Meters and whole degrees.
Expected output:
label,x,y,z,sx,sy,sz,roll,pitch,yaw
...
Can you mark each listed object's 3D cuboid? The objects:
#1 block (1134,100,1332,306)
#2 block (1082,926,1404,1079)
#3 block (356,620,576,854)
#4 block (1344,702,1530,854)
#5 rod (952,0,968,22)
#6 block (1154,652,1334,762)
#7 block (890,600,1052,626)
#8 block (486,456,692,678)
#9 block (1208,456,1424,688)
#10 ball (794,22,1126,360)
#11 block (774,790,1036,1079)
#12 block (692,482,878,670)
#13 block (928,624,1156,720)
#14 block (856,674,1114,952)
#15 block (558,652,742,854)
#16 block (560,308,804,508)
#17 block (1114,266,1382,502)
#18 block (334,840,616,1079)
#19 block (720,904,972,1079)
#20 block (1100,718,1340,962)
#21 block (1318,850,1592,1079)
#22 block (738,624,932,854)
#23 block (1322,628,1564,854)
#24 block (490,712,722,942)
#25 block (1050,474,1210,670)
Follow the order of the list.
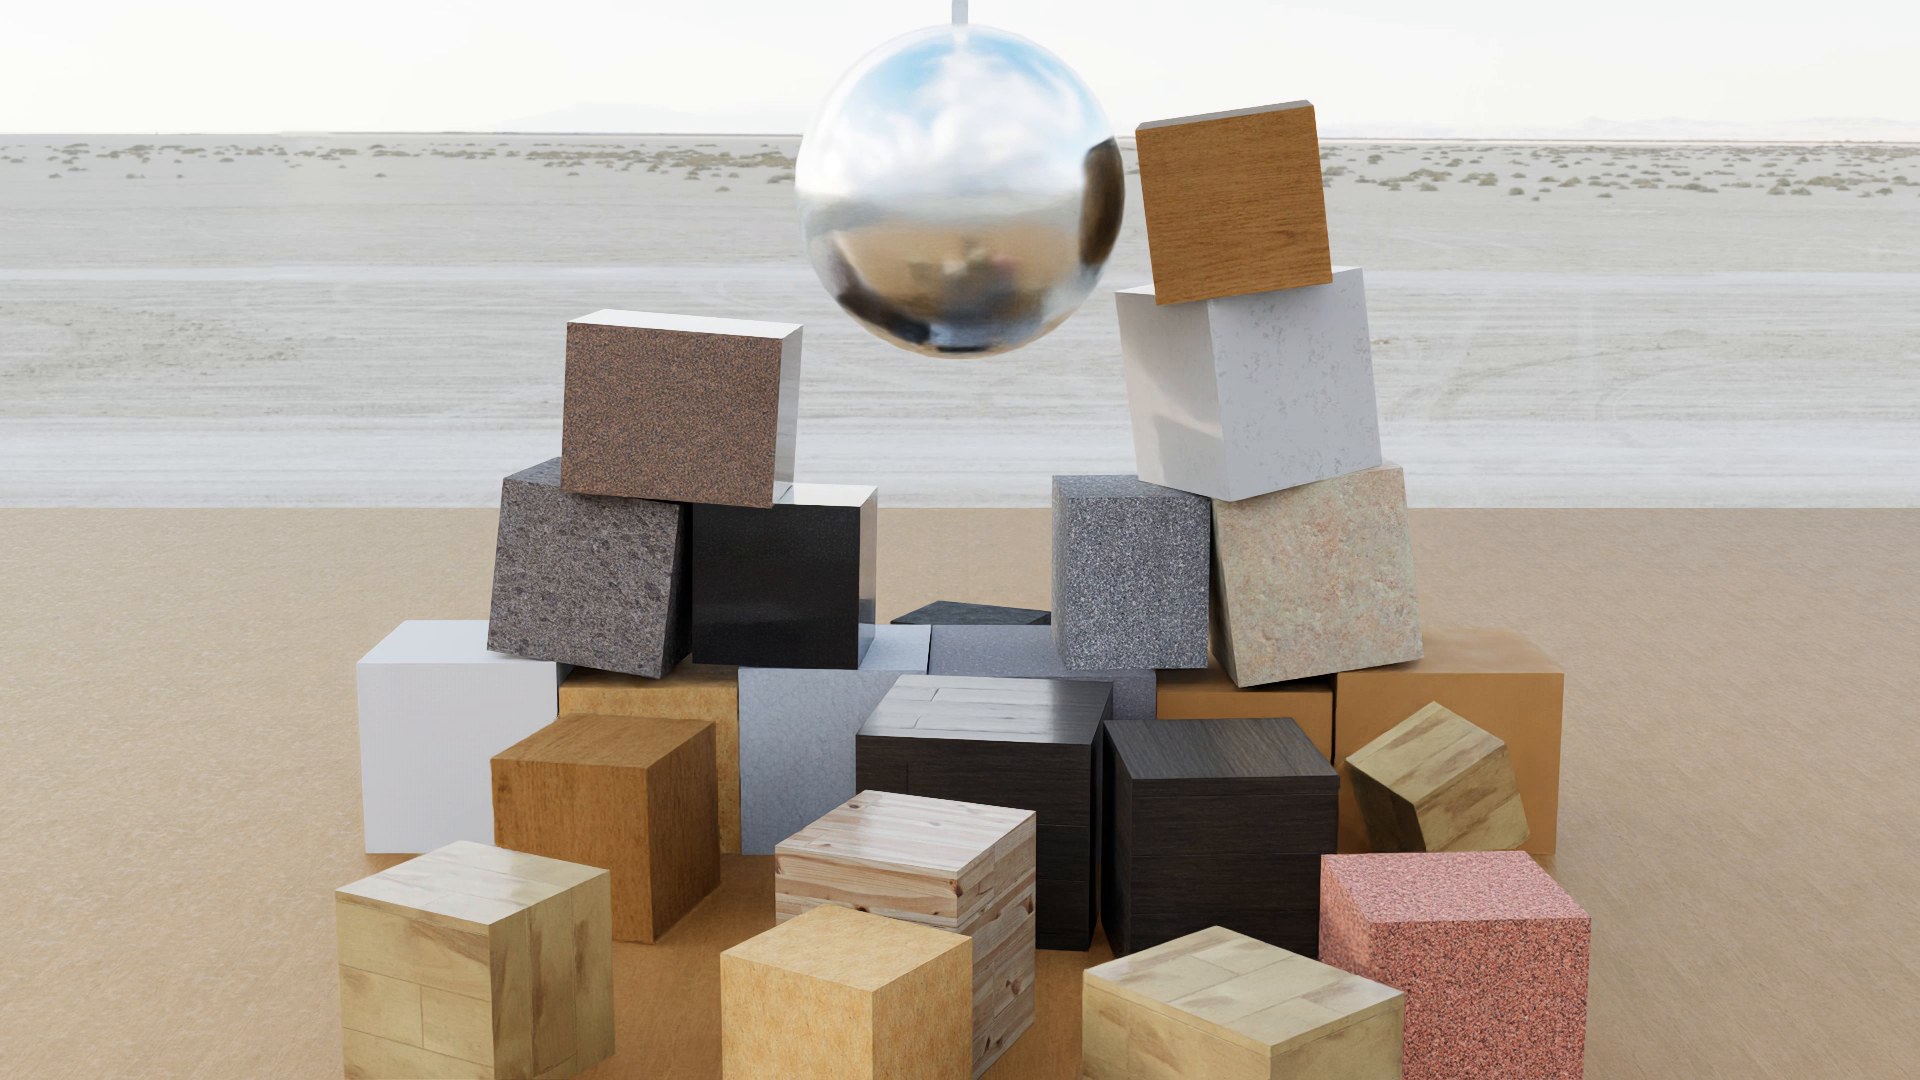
label,x,y,z,sx,sy,sz,roll,pitch,yaw
block,1.306,-1.624,10.500,0.818,0.811,0.801,-7,12,8
block,0.951,1.837,7.481,0.671,0.709,0.842,-9,14,-40
block,-2.475,0.996,11.365,0.980,0.974,0.981,0,10,0
block,2.275,1.231,10.474,0.551,0.581,0.529,-30,29,-16
rod,0.000,-5.040,10.142,0.080,5.200,0.080,0,8,0
block,1.407,1.076,11.357,0.868,0.819,0.880,0,10,0
block,0.072,0.807,13.108,0.760,0.722,0.653,5,11,25
block,-1.790,0.120,11.158,0.885,0.868,0.862,9,10,6
block,1.730,0.105,11.199,0.928,0.964,0.948,-9,10,-2
ball,0.000,-1.671,10.595,1.600,1.600,1.600,0,10,0
block,-0.198,1.549,8.567,0.746,0.888,0.792,4,11,23
block,-0.872,0.164,11.099,0.822,0.810,0.736,2,9,4
block,0.405,1.018,11.379,1.113,0.926,1.155,0,10,0
block,0.140,1.229,10.177,1.034,0.940,1.127,2,10,9
block,-1.534,1.057,11.377,0.880,0.849,0.996,0,10,0
block,-1.360,-0.667,10.896,1.024,0.816,0.881,5,10,2
block,1.424,-0.809,10.918,0.871,0.976,0.904,-13,13,-22
block,-1.839,1.653,8.388,0.751,0.746,0.688,6,12,29
block,-0.399,1.776,7.858,0.656,0.693,0.615,7,12,33
block,1.098,1.349,9.513,0.854,0.942,0.921,-1,10,-4
block,1.811,1.664,8.186,0.794,0.797,0.748,-1,10,-4
block,-0.621,1.011,11.362,0.924,0.946,1.024,0,10,1
block,2.411,1.020,11.372,1.113,0.925,0.998,0,10,0
block,-1.612,1.304,10.130,0.744,0.798,0.825,2,10,15
block,0.853,0.148,11.170,0.702,0.860,0.742,-1,10,-4
